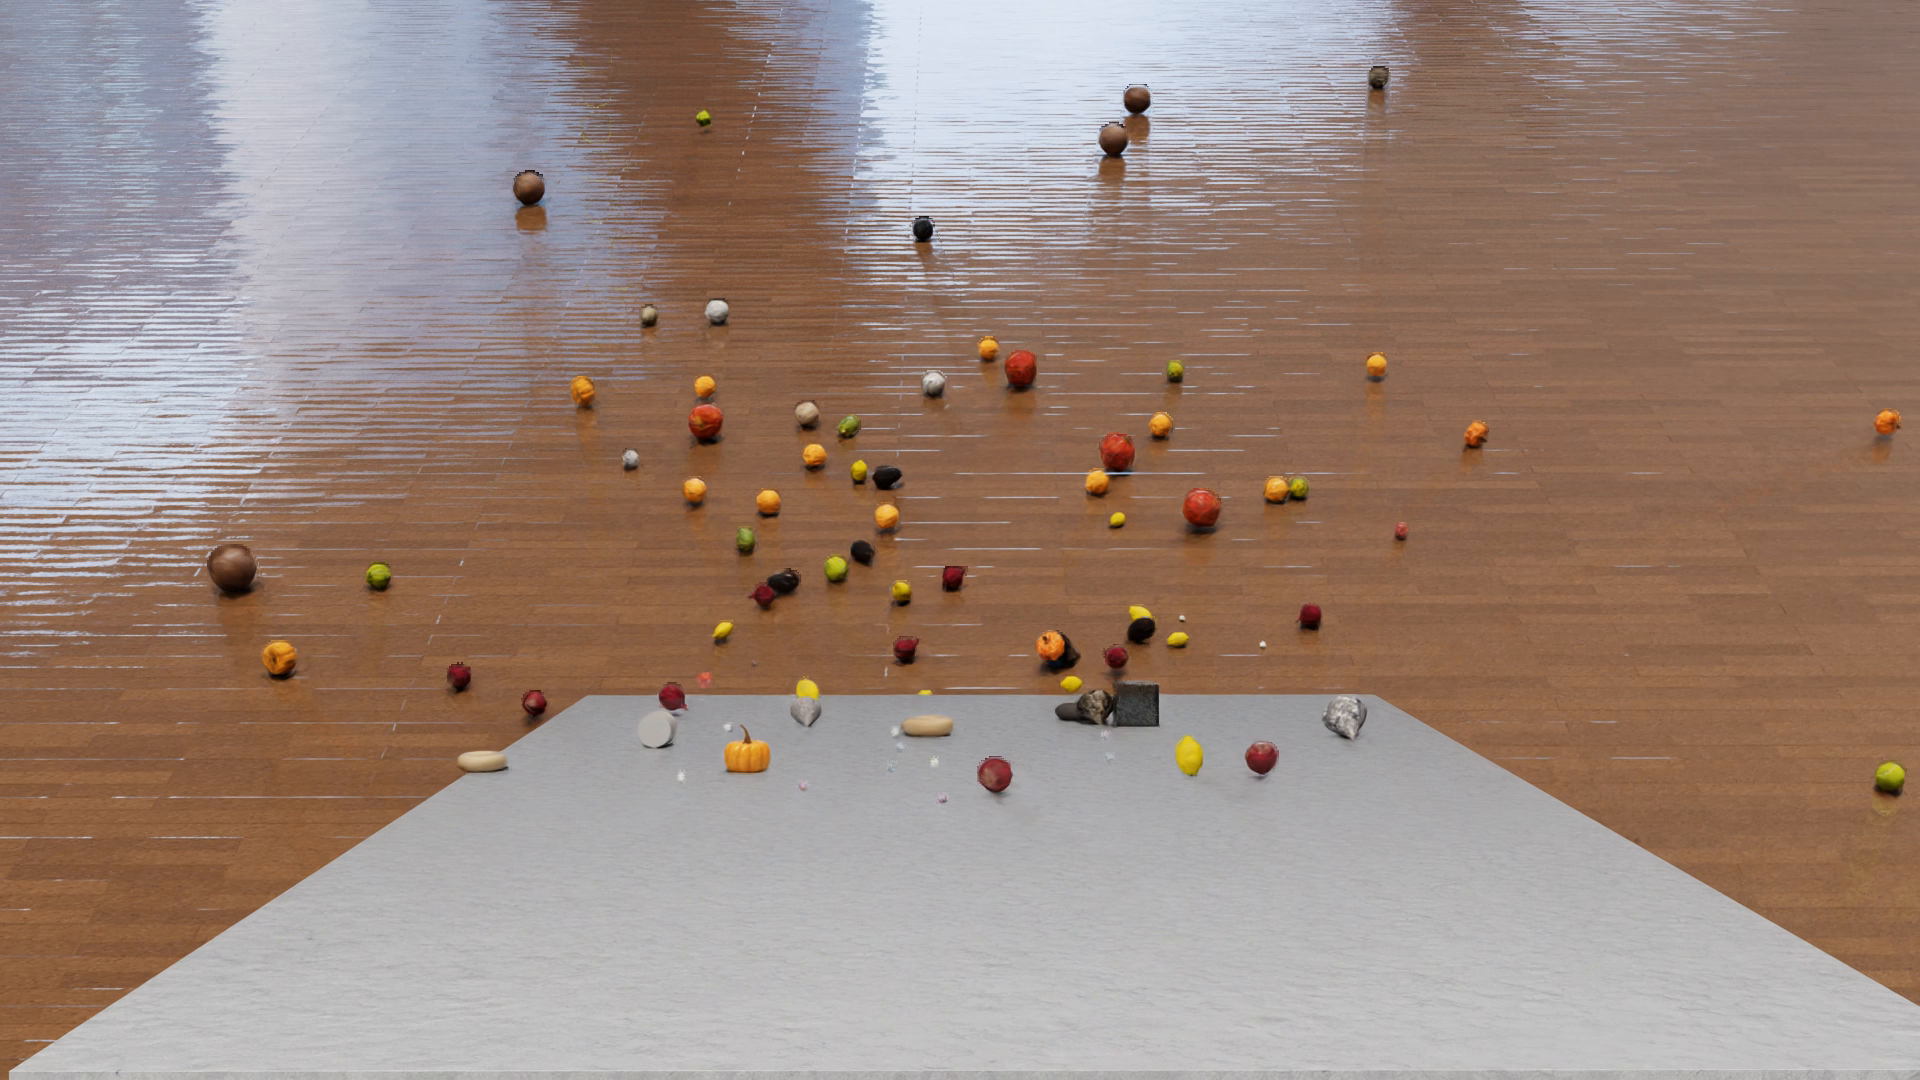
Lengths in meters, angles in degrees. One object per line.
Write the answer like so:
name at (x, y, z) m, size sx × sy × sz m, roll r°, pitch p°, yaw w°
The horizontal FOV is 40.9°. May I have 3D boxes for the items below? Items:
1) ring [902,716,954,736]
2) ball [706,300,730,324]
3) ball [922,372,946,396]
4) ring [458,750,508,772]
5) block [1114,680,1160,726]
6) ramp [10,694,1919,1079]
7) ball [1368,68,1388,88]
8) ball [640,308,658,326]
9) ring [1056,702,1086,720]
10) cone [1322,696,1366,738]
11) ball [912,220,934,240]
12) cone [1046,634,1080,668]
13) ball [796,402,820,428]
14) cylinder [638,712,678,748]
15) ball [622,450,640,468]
ring at (-0.071, 0.405, 5.621) m, size 0.115 × 0.038 × 0.115 m, roll -1°, pitch 3°, yaw 0°
ball at (-0.878, -0.826, 9.331) m, size 0.087 × 0.087 × 0.087 m, roll 0°, pitch 25°, yaw 0°
ball at (-0.090, -0.526, 8.684) m, size 0.079 × 0.079 × 0.079 m, roll 0°, pitch 25°, yaw 0°
ring at (-0.925, 0.429, 4.994) m, size 0.098 × 0.033 × 0.098 m, roll -1°, pitch 3°, yaw 0°
block at (0.399, 0.370, 5.829) m, size 0.094 × 0.094 × 0.094 m, roll 0°, pitch 2°, yaw -2°
ramp at (0.056, 0.509, 4.552) m, size 2.000 × 0.100 × 4.000 m, roll 0°, pitch 2°, yaw 0°
ball at (2.004, -2.210, 12.344) m, size 0.095 × 0.095 × 0.095 m, roll 0°, pitch 25°, yaw 0°
ball at (-1.125, -0.810, 9.322) m, size 0.065 × 0.065 × 0.065 m, roll 0°, pitch 25°, yaw 0°
ring at (0.272, 0.396, 5.942) m, size 0.104 × 0.035 × 0.104 m, roll 1°, pitch 3°, yaw 0°
cone at (0.840, 0.404, 5.566) m, size 0.097 × 0.097 × 0.097 m, roll -1°, pitch 29°, yaw -2°
ball at (-0.146, -1.230, 10.217) m, size 0.084 × 0.084 × 0.084 m, roll 0°, pitch 25°, yaw 0°
cone at (0.294, 0.303, 6.919) m, size 0.092 × 0.092 × 0.092 m, roll 14°, pitch 9°, yaw -44°
ball at (-0.499, -0.409, 8.427) m, size 0.081 × 0.081 × 0.081 m, roll 0°, pitch 25°, yaw 0°
cylinder at (-0.634, 0.397, 5.404) m, size 0.070 × 0.070 × 0.070 m, roll 2°, pitch 2°, yaw 5°
ball at (-1.038, -0.254, 8.121) m, size 0.054 × 0.054 × 0.054 m, roll 0°, pitch 25°, yaw 0°
